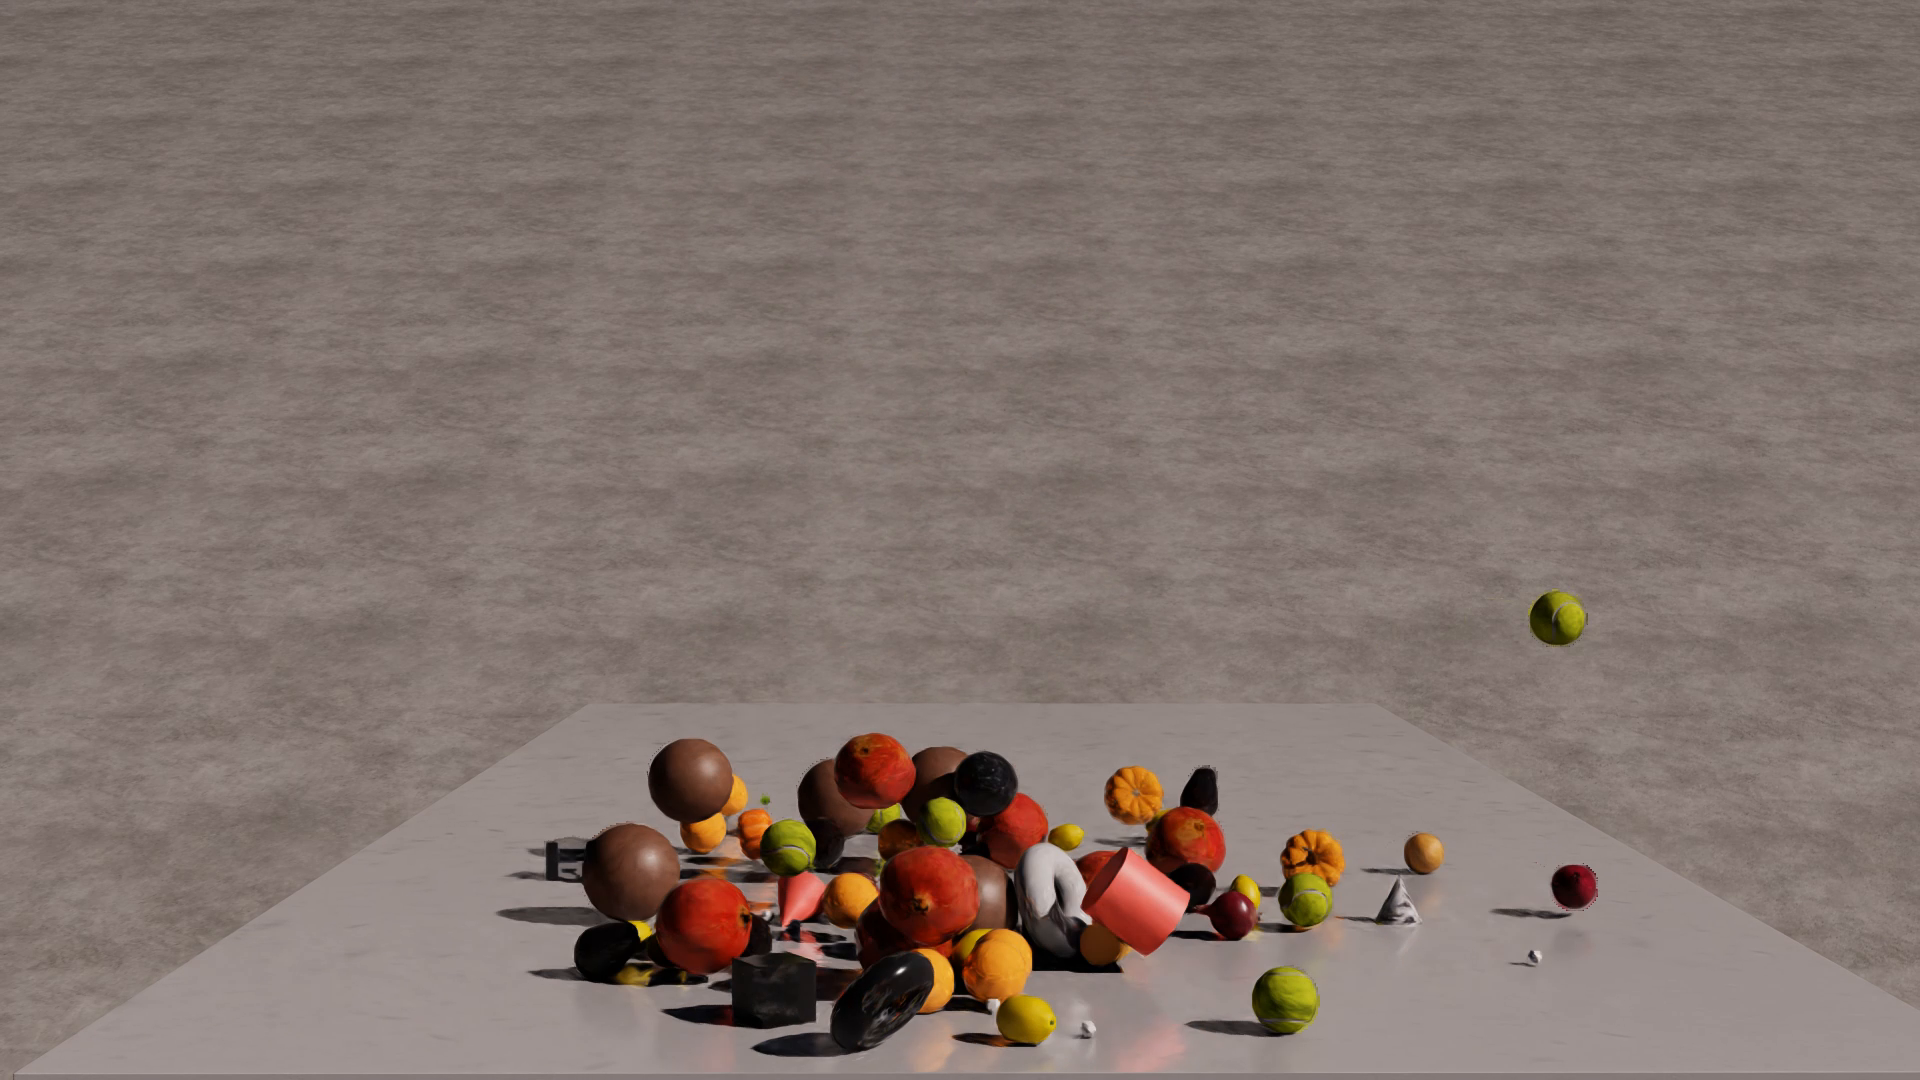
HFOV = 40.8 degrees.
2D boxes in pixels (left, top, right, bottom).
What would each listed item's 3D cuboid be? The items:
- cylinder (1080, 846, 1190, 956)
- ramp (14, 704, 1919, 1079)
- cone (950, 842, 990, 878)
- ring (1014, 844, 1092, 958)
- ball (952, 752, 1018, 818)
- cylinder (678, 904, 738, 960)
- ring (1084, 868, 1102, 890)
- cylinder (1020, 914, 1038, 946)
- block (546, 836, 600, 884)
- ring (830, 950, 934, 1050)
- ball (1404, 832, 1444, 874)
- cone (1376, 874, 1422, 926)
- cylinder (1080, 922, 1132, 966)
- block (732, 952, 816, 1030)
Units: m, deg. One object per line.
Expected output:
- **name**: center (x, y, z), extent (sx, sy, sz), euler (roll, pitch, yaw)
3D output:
- **cylinder**: center (0.209, 0.431, 3.074), extent (0.093, 0.093, 0.093), euler (37, 28, -5)
- **ramp**: center (0.058, 0.522, 4.561), extent (2.000, 0.100, 4.000), euler (0, 2, 0)
- **cone**: center (0.007, 0.464, 3.746), extent (0.054, 0.054, 0.054), euler (7, 20, -27)
- **ring**: center (0.115, 0.440, 3.148), extent (0.048, 0.145, 0.145), euler (-22, 17, 24)
- **ball**: center (0.036, 0.355, 3.747), extent (0.096, 0.096, 0.096), euler (0, 25, 0)
- **cylinder**: center (-0.307, 0.477, 3.136), extent (0.054, 0.054, 0.054), euler (18, 30, 22)
- **ring**: center (0.220, 0.476, 3.480), extent (0.109, 0.036, 0.109), euler (17, 9, -3)
- **cylinder**: center (0.106, 0.482, 3.237), extent (0.053, 0.053, 0.053), euler (-4, 24, 13)
- **block**: center (-0.566, 0.467, 3.766), extent (0.056, 0.056, 0.056), euler (1, 2, 28)
- **ring**: center (-0.080, 0.473, 2.651), extent (0.126, 0.126, 0.042), euler (-22, 57, -39)
- **ball**: center (0.686, 0.463, 3.811), extent (0.060, 0.060, 0.060), euler (0, 25, 0)
- **cone**: center (0.579, 0.473, 3.403), extent (0.063, 0.063, 0.063), euler (0, 2, 0)
- **cylinder**: center (0.178, 0.486, 3.127), extent (0.052, 0.052, 0.052), euler (11, 4, 21)
- **block**: center (-0.202, 0.489, 2.802), extent (0.066, 0.066, 0.066), euler (-1, 2, -32)
